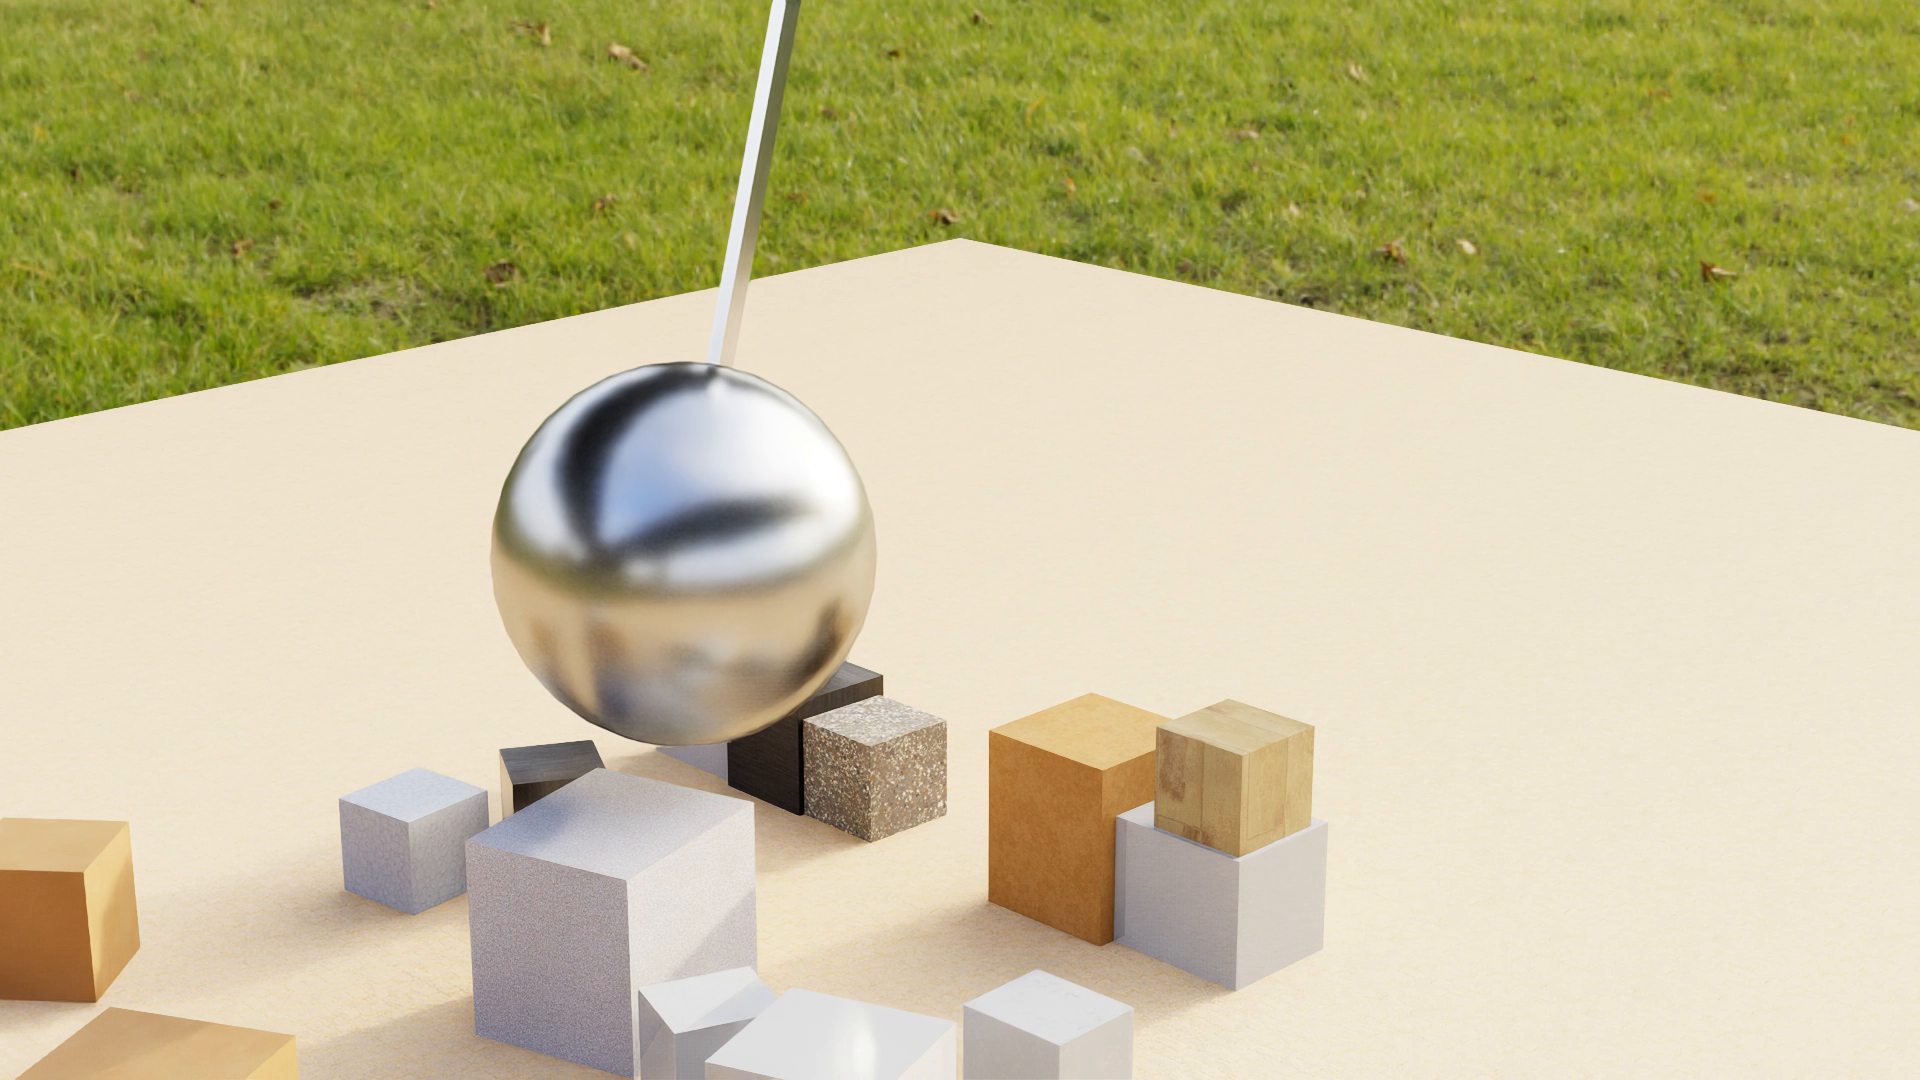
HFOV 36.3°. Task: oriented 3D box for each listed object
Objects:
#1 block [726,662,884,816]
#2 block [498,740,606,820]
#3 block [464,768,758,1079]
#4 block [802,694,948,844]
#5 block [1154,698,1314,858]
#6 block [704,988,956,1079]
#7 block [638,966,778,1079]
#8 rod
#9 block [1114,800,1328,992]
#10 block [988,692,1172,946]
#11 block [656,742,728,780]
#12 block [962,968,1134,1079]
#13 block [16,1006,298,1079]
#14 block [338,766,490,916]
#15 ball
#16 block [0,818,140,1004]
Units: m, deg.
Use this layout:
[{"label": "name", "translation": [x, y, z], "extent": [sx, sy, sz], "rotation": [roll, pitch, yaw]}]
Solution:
[{"label": "block", "translation": [-0.760, 0.936, 14.395], "extent": [0.554, 0.583, 0.539], "rotation": [-16, 24, -41]}, {"label": "block", "translation": [-1.868, 1.253, 13.536], "extent": [0.437, 0.493, 0.456], "rotation": [-5, 18, -15]}, {"label": "block", "translation": [-1.410, 1.547, 11.997], "extent": [0.787, 0.855, 0.897], "rotation": [10, 20, 28]}, {"label": "block", "translation": [-0.406, 1.091, 14.059], "extent": [0.494, 0.487, 0.479], "rotation": [-16, 23, -41]}, {"label": "block", "translation": [1.160, 1.002, 12.423], "extent": [0.474, 0.454, 0.472], "rotation": [-17, 24, -42]}, {"label": "block", "translation": [-0.458, 2.099, 10.614], "extent": [0.677, 0.630, 0.654], "rotation": [8, 19, 24]}, {"label": "block", "translation": [-0.946, 1.976, 11.294], "extent": [0.460, 0.458, 0.424], "rotation": [-8, 19, -24]}, {"label": "rod", "translation": [-0.495, -3.261, 11.798], "extent": [0.080, 5.200, 0.080], "rotation": [17, 8, 42]}, {"label": "block", "translation": [1.122, 1.479, 12.652], "extent": [0.590, 0.592, 0.689], "rotation": [-17, 24, -42]}, {"label": "block", "translation": [0.604, 1.230, 13.057], "extent": [0.677, 0.823, 0.672], "rotation": [17, 24, 42]}, {"label": "block", "translation": [-1.151, 0.839, 14.818], "extent": [0.511, 0.513, 0.610], "rotation": [-16, 24, -42]}, {"label": "block", "translation": [0.340, 1.987, 11.353], "extent": [0.499, 0.402, 0.431], "rotation": [16, 23, 41]}, {"label": "block", "translation": [-2.842, 2.154, 10.376], "extent": [0.762, 0.669, 0.690], "rotation": [5, 18, 17]}, {"label": "block", "translation": [-2.464, 1.358, 13.277], "extent": [0.460, 0.448, 0.477], "rotation": [13, 22, 36]}, {"label": "ball", "translation": [-1.142, 0.057, 12.163], "extent": [1.600, 1.600, 1.600], "rotation": [0, 17, 0]}, {"label": "block", "translation": [-3.850, 1.559, 12.396], "extent": [0.551, 0.593, 0.537], "rotation": [1, 17, 4]}]
